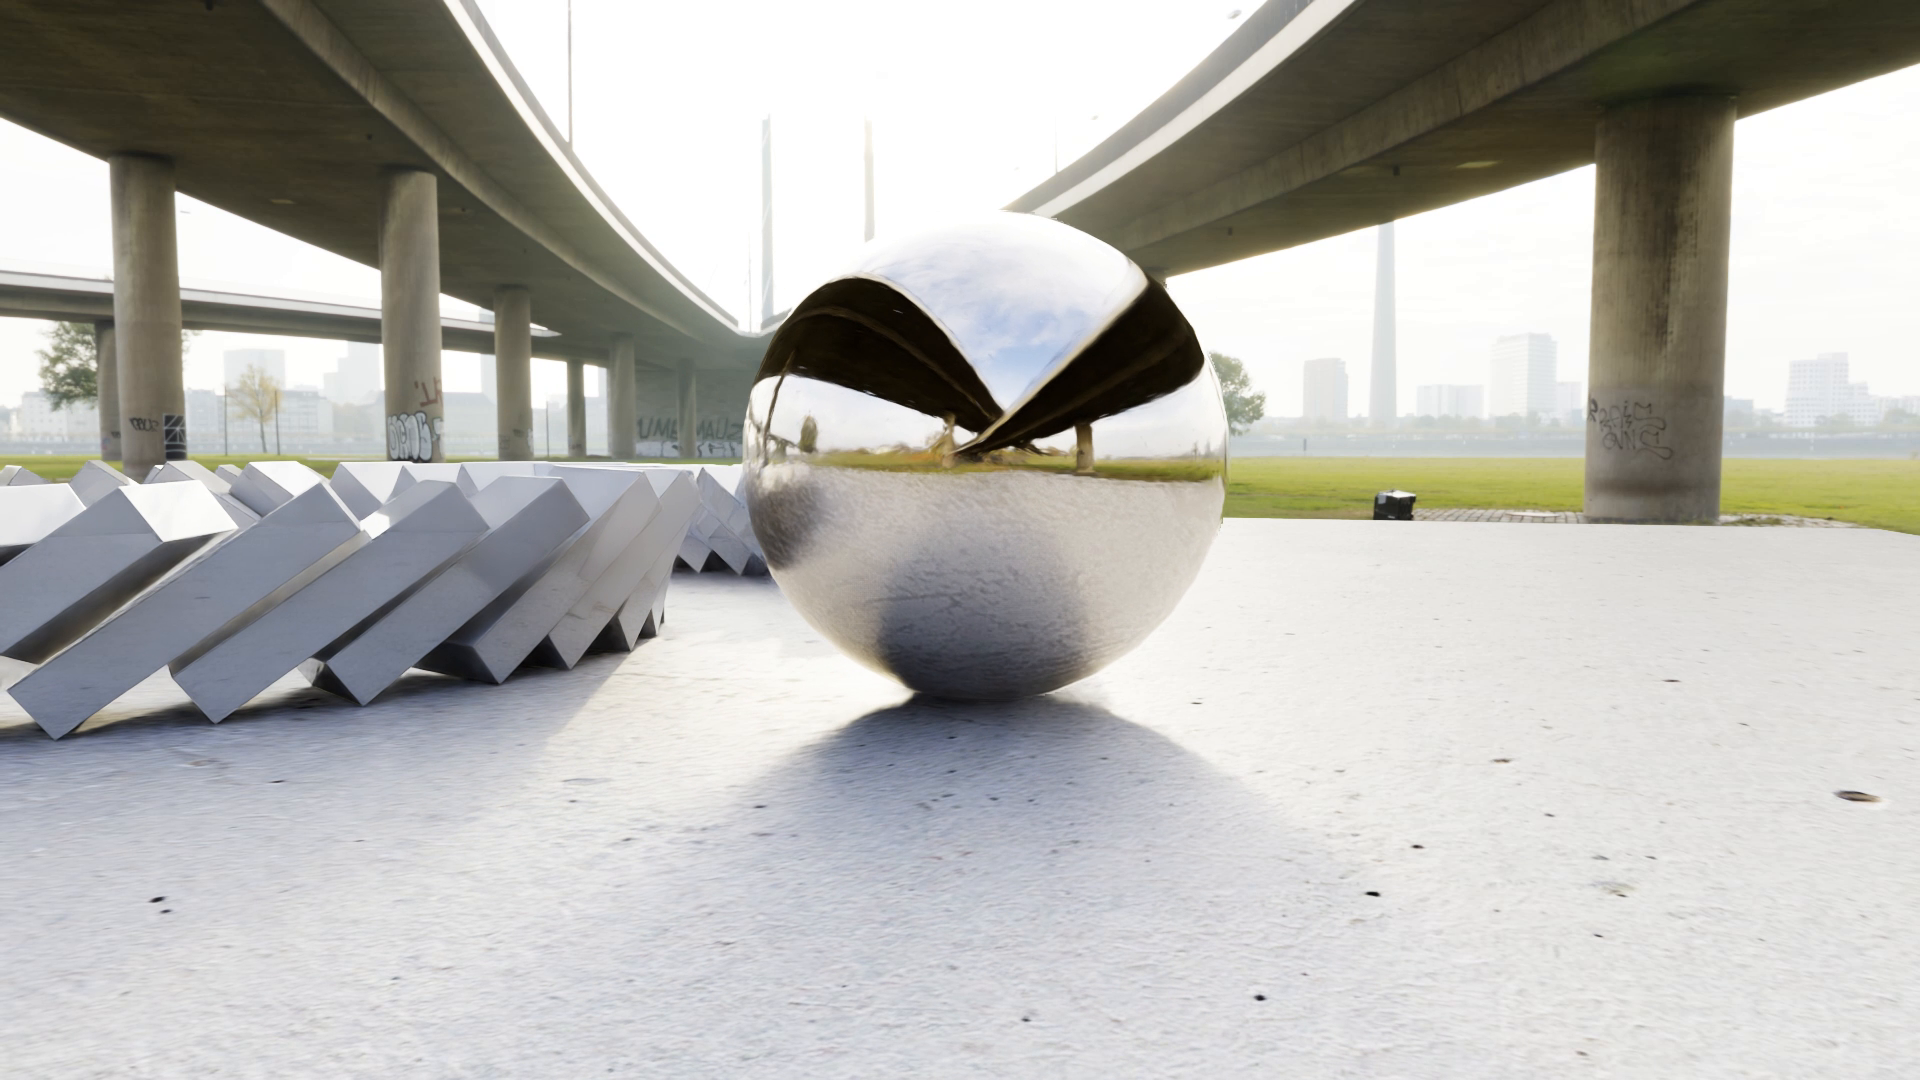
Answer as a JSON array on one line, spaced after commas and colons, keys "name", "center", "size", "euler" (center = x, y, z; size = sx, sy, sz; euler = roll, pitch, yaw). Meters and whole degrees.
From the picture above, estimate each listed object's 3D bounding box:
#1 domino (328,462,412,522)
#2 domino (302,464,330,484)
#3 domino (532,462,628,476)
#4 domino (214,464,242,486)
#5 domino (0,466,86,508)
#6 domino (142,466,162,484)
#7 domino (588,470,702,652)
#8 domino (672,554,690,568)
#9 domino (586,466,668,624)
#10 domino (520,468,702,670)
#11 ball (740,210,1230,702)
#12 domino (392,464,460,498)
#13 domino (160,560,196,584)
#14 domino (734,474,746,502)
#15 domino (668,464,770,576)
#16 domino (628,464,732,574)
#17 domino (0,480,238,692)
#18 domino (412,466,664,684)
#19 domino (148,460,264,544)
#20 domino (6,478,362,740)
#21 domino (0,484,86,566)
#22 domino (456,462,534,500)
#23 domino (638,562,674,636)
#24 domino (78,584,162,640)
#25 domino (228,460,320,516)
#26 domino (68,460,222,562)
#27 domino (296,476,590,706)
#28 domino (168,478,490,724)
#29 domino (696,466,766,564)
[{"name": "domino", "center": [-0.150, -0.003, 0.359], "size": [0.050, 0.009, 0.025], "euler": [40, 17, 15]}, {"name": "domino", "center": [-0.206, -0.008, 0.436], "size": [0.050, 0.009, 0.025], "euler": [33, -4, -13]}, {"name": "domino", "center": [-0.096, -0.001, 0.335], "size": [0.025, 0.010, 0.050], "euler": [-2, 41, -24]}, {"name": "domino", "center": [-0.223, -0.007, 0.427], "size": [0.050, 0.009, 0.025], "euler": [34, -8, -19]}, {"name": "domino", "center": [-0.266, -0.005, 0.392], "size": [0.025, 0.009, 0.050], "euler": [4, -28, 45]}, {"name": "domino", "center": [-0.239, -0.007, 0.419], "size": [0.050, 0.010, 0.025], "euler": [34, -10, -21]}, {"name": "domino", "center": [-0.077, 0.003, 0.281], "size": [0.025, 0.010, 0.050], "euler": [1, 40, 10]}, {"name": "domino", "center": [-0.113, -0.009, 0.446], "size": [0.050, 0.009, 0.025], "euler": [37, 16, 17]}, {"name": "domino", "center": [-0.086, 0.000, 0.318], "size": [0.025, 0.009, 0.050], "euler": [0, 40, -11]}, {"name": "domino", "center": [-0.077, 0.004, 0.261], "size": [0.025, 0.009, 0.050], "euler": [2, 41, 26]}, {"name": "ball", "center": [0.004, -0.013, 0.213], "size": [0.080, 0.080, 0.080], "euler": [0, 4, 0]}, {"name": "domino", "center": [-0.131, -0.002, 0.354], "size": [0.050, 0.009, 0.025], "euler": [42, 25, 24]}, {"name": "domino", "center": [-0.205, 0.004, 0.301], "size": [0.025, 0.009, 0.050], "euler": [-4, -23, 23]}, {"name": "domino", "center": [-0.048, -0.006, 0.411], "size": [0.025, 0.009, 0.050], "euler": [-4, 39, -46]}, {"name": "domino", "center": [-0.078, -0.007, 0.432], "size": [0.050, 0.009, 0.025], "euler": [40, 24, 26]}, {"name": "domino", "center": [-0.096, -0.008, 0.439], "size": [0.050, 0.010, 0.025], "euler": [38, 20, 21]}, {"name": "domino", "center": [-0.136, 0.010, 0.190], "size": [0.050, 0.009, 0.025], "euler": [-36, 8, -3]}, {"name": "domino", "center": [-0.082, 0.005, 0.246], "size": [0.025, 0.009, 0.050], "euler": [5, 42, 31]}, {"name": "domino", "center": [-0.188, -0.002, 0.342], "size": [0.050, 0.010, 0.025], "euler": [38, -7, -16]}, {"name": "domino", "center": [-0.119, 0.009, 0.201], "size": [0.050, 0.009, 0.025], "euler": [-39, 19, -18]}, {"name": "domino", "center": [-0.154, 0.010, 0.185], "size": [0.050, 0.009, 0.025], "euler": [-35, 3, 4]}, {"name": "domino", "center": [-0.114, -0.002, 0.345], "size": [0.025, 0.010, 0.050], "euler": [-4, 43, -45]}, {"name": "domino", "center": [-0.080, 0.002, 0.300], "size": [0.025, 0.009, 0.050], "euler": [0, 39, -2]}, {"name": "domino", "center": [-0.203, 0.017, 0.279], "size": [0.025, 0.009, 0.050], "euler": [1, 4, 11]}, {"name": "domino", "center": [-0.171, -0.003, 0.352], "size": [0.050, 0.009, 0.025], "euler": [37, 3, -3]}, {"name": "domino", "center": [-0.203, -0.002, 0.331], "size": [0.050, 0.010, 0.025], "euler": [40, -15, -24]}, {"name": "domino", "center": [-0.093, 0.007, 0.228], "size": [0.025, 0.009, 0.050], "euler": [4, 41, 46]}, {"name": "domino", "center": [-0.105, 0.008, 0.213], "size": [0.050, 0.009, 0.025], "euler": [-41, 24, -24]}, {"name": "domino", "center": [-0.063, -0.007, 0.422], "size": [0.050, 0.009, 0.025], "euler": [42, 27, 29]}]
